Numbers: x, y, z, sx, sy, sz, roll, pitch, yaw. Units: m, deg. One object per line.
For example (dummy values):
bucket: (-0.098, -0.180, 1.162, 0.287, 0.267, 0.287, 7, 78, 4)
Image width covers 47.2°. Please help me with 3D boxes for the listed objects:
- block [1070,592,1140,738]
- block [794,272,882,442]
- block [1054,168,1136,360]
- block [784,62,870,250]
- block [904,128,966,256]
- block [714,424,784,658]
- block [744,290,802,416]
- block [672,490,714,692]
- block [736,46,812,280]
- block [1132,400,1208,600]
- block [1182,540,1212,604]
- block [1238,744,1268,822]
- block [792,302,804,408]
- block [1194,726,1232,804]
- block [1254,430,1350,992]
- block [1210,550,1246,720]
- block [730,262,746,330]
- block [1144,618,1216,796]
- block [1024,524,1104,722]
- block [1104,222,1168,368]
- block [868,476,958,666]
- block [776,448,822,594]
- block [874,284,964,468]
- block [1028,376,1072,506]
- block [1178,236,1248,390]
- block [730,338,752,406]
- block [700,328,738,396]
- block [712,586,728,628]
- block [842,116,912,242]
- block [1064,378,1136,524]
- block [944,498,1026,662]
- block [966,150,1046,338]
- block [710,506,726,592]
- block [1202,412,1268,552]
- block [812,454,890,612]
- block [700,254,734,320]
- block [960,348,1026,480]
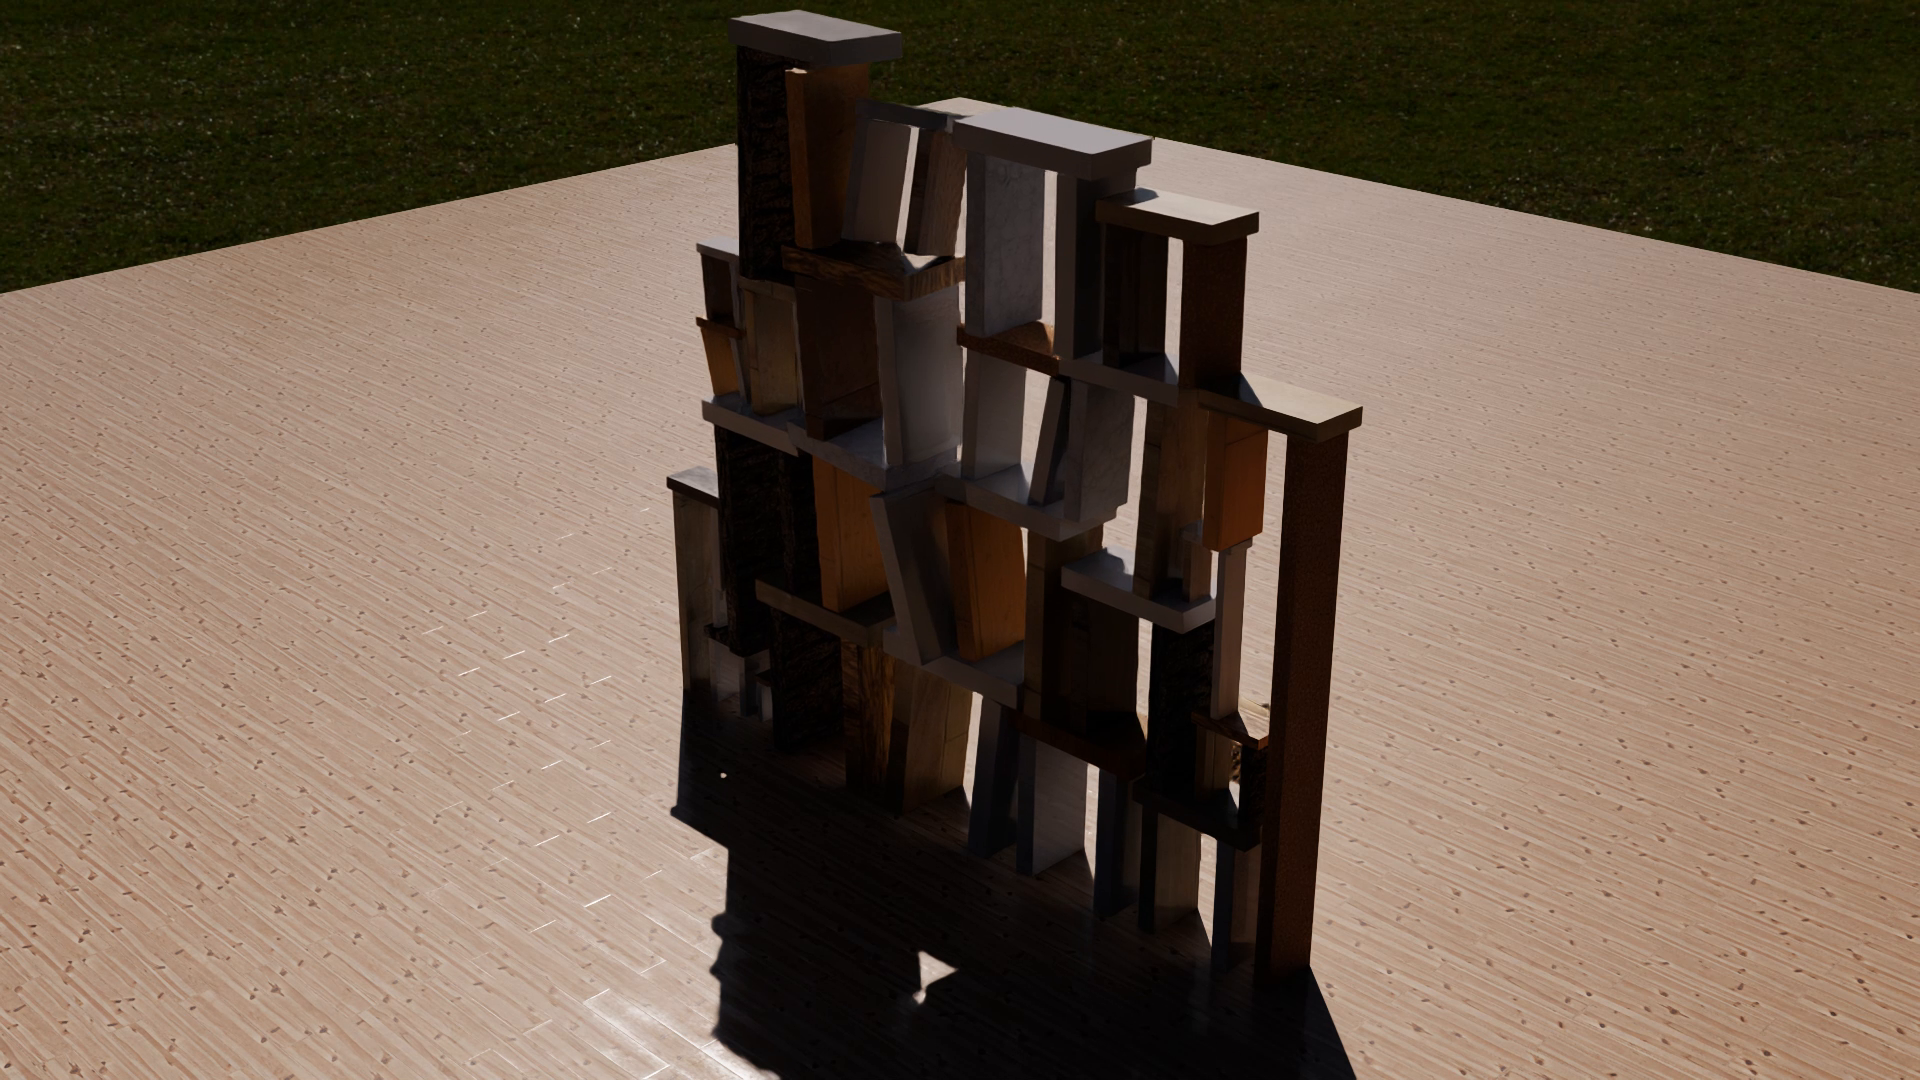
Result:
block: (0.266, 0.207, 4.031, 0.141, 0.282, 0.040, -21, 31, -41)
block: (-0.229, -0.370, 4.198, 0.047, 0.329, 0.164, 19, 33, 39)
block: (0.230, -0.480, 3.761, 0.044, 0.314, 0.157, 19, 29, 39)
block: (-0.236, -0.713, 4.045, 0.046, 0.324, 0.162, 20, 32, 40)
block: (-0.041, -0.619, 3.924, 0.031, 0.220, 0.110, 16, 14, 35)
block: (-0.431, -0.016, 4.676, 0.155, 0.525, 0.044, -21, 31, -38)
block: (-0.374, -0.389, 4.436, 0.109, 0.259, 0.031, -20, 28, -37)
block: (-0.582, 0.104, 4.898, 0.027, 0.482, 0.096, 21, 31, 41)
block: (-0.350, -0.737, 4.259, 0.162, 0.449, 0.046, -18, 31, -37)
block: (0.366, -0.084, 3.789, 0.037, 0.363, 0.132, 24, 33, 39)
block: (0.411, 0.047, 3.801, 0.058, 0.115, 0.016, -21, 31, -41)
block: (0.520, 0.413, 3.843, 0.021, 0.148, 0.074, 21, 31, 40)
block: (-0.266, -0.373, 4.331, 0.109, 0.219, 0.031, -18, 22, -34)
block: (0.450, 0.386, 3.907, 0.021, 0.149, 0.074, 21, 31, 41)
block: (0.575, 0.299, 3.728, 0.034, 1.038, 0.121, 21, 31, 41)
block: (0.463, 0.159, 3.792, 0.016, 0.316, 0.058, 21, 31, 41)
block: (-0.427, -0.501, 4.439, 0.069, 0.139, 0.020, -23, 31, -38)
block: (0.397, 0.281, 3.921, 0.040, 0.330, 0.141, 22, 31, 40)
block: (0.191, 0.138, 4.074, 0.044, 0.376, 0.157, 22, 32, 40)
block: (0.297, -0.424, 3.715, 0.035, 0.246, 0.123, 20, 30, 40)
block: (-0.060, 0.053, 4.162, 0.166, 0.331, 0.047, -23, 17, -36)
block: (-0.290, -0.060, 4.501, 0.155, 0.310, 0.044, -20, 29, -36)
block: (-0.070, -0.313, 4.061, 0.164, 0.328, 0.047, -25, 33, -37)
block: (0.195, -0.190, 3.927, 0.035, 0.250, 0.125, 32, 38, 33)
block: (0.415, -0.381, 3.610, 0.035, 0.246, 0.123, 21, 31, 40)
block: (-0.425, -0.354, 4.503, 0.071, 0.141, 0.020, -23, 21, -38)
block: (-0.490, -0.378, 4.565, 0.071, 0.141, 0.020, -23, 20, -39)
block: (-0.522, 0.141, 4.853, 0.050, 0.101, 0.014, -21, 31, -40)
block: (-0.152, -0.657, 4.018, 0.031, 0.220, 0.110, 21, 18, 41)
block: (0.247, -0.174, 3.879, 0.037, 0.265, 0.132, 24, 33, 38)
block: (0.054, 0.057, 4.171, 0.044, 0.313, 0.157, 12, 26, 42)
block: (0.080, -0.537, 3.894, 0.044, 0.331, 0.157, 21, 31, 39)
block: (-0.490, 0.006, 4.757, 0.096, 0.193, 0.027, -21, 31, -40)
block: (0.462, -0.112, 3.677, 0.121, 0.241, 0.034, -21, 31, -41)
block: (-0.209, -0.044, 4.411, 0.166, 0.348, 0.047, -24, 32, -39)
block: (-0.491, -0.526, 4.501, 0.069, 0.139, 0.020, -23, 31, -39)
block: (0.063, -0.245, 4.042, 0.035, 0.250, 0.125, 25, 34, 38)
